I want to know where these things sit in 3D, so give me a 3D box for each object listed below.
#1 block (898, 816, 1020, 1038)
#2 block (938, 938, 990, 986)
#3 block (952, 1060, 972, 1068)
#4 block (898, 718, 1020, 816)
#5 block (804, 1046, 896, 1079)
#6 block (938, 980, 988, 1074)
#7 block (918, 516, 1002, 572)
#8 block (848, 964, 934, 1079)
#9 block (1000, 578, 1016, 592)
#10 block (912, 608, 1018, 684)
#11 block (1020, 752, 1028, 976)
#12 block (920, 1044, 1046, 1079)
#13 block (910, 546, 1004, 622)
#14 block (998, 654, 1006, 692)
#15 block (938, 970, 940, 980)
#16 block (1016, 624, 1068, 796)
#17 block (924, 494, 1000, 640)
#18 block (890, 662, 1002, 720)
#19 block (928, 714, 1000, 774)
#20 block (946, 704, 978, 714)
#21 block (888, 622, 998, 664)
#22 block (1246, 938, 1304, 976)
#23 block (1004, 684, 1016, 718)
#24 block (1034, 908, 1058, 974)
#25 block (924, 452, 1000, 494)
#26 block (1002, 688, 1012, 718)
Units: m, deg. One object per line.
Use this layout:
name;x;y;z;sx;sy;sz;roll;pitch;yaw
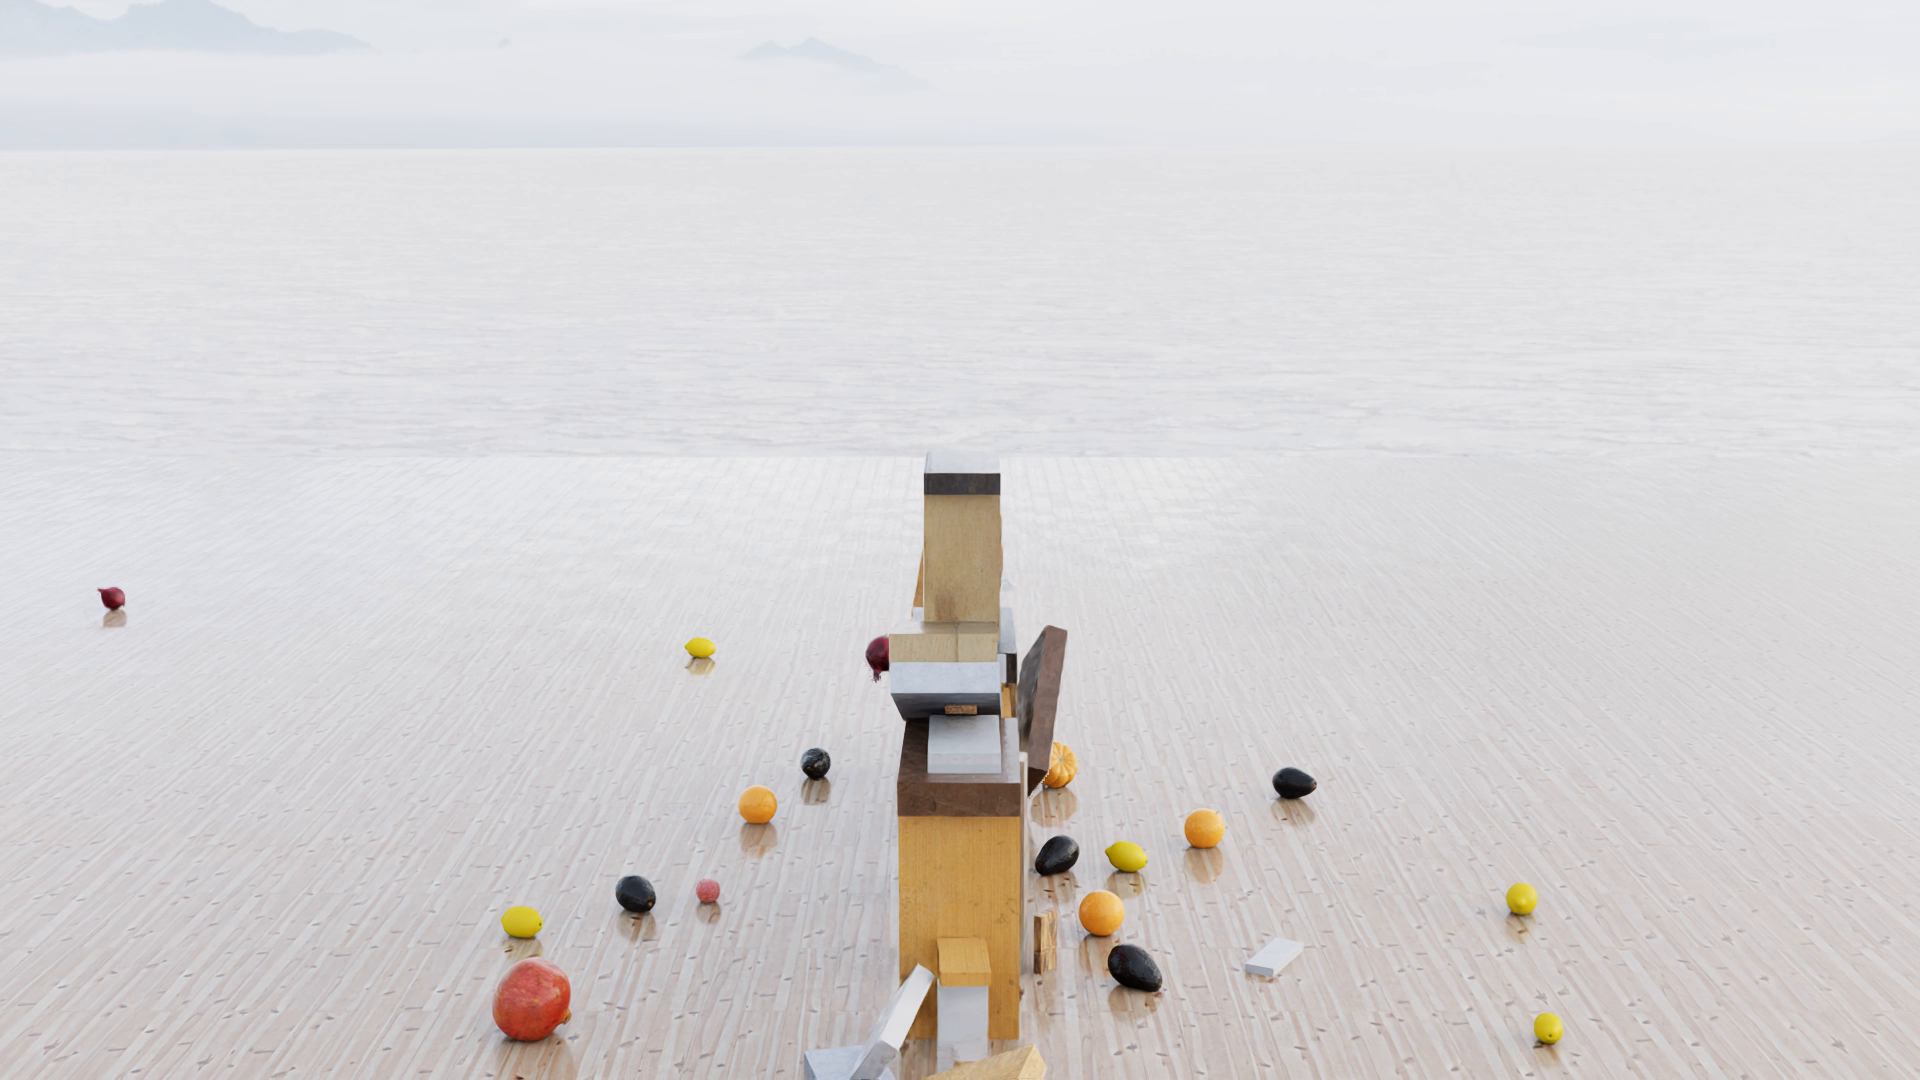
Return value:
block;-0.001;0.530;3.074;0.167;0.335;0.047;0;10;0
block;0.005;0.573;2.988;0.067;0.019;0.134;0;10;-2
block;0.044;0.692;2.803;0.089;0.025;0.177;1;-22;7
block;0.001;0.321;3.150;0.167;0.047;0.335;0;11;1
block;-0.137;0.720;2.890;0.100;0.028;0.201;-3;11;-14
block;0.004;0.657;2.946;0.067;0.134;0.019;0;-10;0
block;0.001;0.045;4.404;0.154;0.044;0.402;1;23;3
block;-0.093;0.645;2.882;0.028;0.100;0.201;34;21;1
block;0.050;0.082;4.488;0.063;0.018;0.125;29;13;36
block;0.005;0.179;3.794;0.178;0.050;0.356;0;11;0
block;0.016;0.485;3.318;0.167;0.335;0.047;2;11;9
block;-0.027;0.686;2.647;0.250;0.035;0.125;-22;9;21
block;-0.005;0.106;4.160;0.154;0.044;0.308;2;30;4
block;-0.006;0.210;3.450;0.153;0.043;0.305;0;-6;0
block;0.002;0.641;3.036;0.067;0.134;0.019;0;-12;0
block;0.141;0.331;4.174;0.044;0.308;0.154;16;-34;-9
block;0.003;0.042;3.693;0.127;0.254;0.036;-1;11;-3
block;-0.016;0.226;3.244;0.153;0.043;0.364;0;-11;1
block;0.006;0.288;3.120;0.100;0.028;0.201;0;11;0
block;0.002;0.255;3.245;0.045;0.013;0.091;0;-11;1
block;-0.022;0.150;3.245;0.153;0.043;0.305;0;1;1
block;0.482;0.639;3.370;0.045;0.013;0.125;6;12;29
block;0.005;0.400;3.714;0.178;0.356;0.050;0;11;0
block;0.130;0.607;3.329;0.013;0.091;0.045;7;13;34
block;0.004;-0.116;3.749;0.127;0.036;0.254;0;11;0
block;0.005;0.292;3.478;0.153;0.043;0.305;0;10;0
